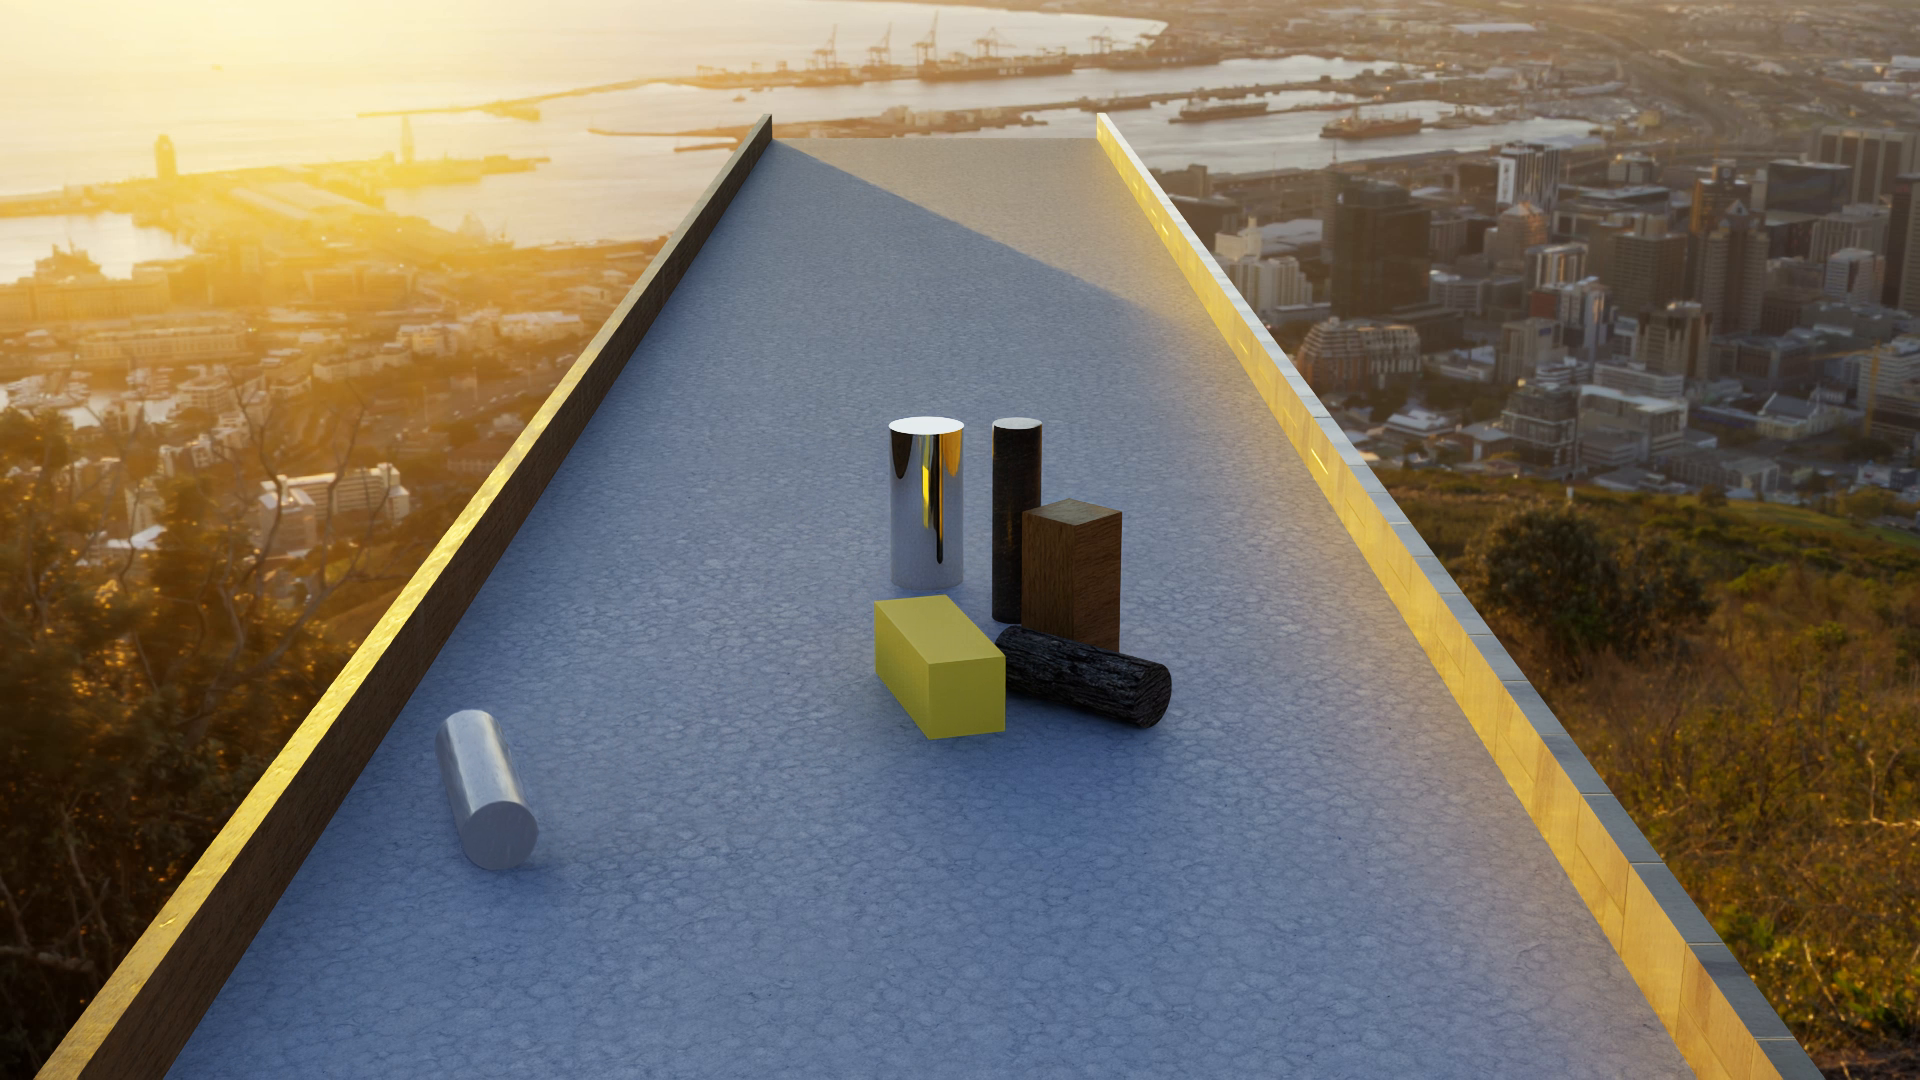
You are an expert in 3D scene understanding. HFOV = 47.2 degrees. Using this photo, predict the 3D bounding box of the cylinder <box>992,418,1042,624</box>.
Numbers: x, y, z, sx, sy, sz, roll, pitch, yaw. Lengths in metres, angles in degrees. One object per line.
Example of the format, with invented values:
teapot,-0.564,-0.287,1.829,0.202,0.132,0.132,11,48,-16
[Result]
cylinder,0.119,-0.040,4.619,0.103,0.423,0.103,0,17,0

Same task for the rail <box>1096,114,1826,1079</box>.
rail,0.932,-0.844,7.801,0.050,0.150,12.000,0,17,-1

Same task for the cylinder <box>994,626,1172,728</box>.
cylinder,0.226,0.256,4.154,0.339,0.122,0.122,14,21,38

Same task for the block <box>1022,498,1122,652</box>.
block,0.221,0.093,4.369,0.139,0.311,0.139,15,23,42

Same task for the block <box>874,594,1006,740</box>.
block,-0.042,0.236,4.177,0.146,0.146,0.379,-5,17,-16

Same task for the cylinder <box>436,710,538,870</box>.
cylinder,-0.789,0.408,3.648,0.118,0.118,0.420,-5,17,-18

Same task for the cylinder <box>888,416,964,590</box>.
cylinder,-0.074,-0.082,4.880,0.165,0.354,0.165,0,17,0

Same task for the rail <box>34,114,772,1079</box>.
rail,-1.118,-0.838,7.780,0.050,0.150,12.000,0,17,-1
